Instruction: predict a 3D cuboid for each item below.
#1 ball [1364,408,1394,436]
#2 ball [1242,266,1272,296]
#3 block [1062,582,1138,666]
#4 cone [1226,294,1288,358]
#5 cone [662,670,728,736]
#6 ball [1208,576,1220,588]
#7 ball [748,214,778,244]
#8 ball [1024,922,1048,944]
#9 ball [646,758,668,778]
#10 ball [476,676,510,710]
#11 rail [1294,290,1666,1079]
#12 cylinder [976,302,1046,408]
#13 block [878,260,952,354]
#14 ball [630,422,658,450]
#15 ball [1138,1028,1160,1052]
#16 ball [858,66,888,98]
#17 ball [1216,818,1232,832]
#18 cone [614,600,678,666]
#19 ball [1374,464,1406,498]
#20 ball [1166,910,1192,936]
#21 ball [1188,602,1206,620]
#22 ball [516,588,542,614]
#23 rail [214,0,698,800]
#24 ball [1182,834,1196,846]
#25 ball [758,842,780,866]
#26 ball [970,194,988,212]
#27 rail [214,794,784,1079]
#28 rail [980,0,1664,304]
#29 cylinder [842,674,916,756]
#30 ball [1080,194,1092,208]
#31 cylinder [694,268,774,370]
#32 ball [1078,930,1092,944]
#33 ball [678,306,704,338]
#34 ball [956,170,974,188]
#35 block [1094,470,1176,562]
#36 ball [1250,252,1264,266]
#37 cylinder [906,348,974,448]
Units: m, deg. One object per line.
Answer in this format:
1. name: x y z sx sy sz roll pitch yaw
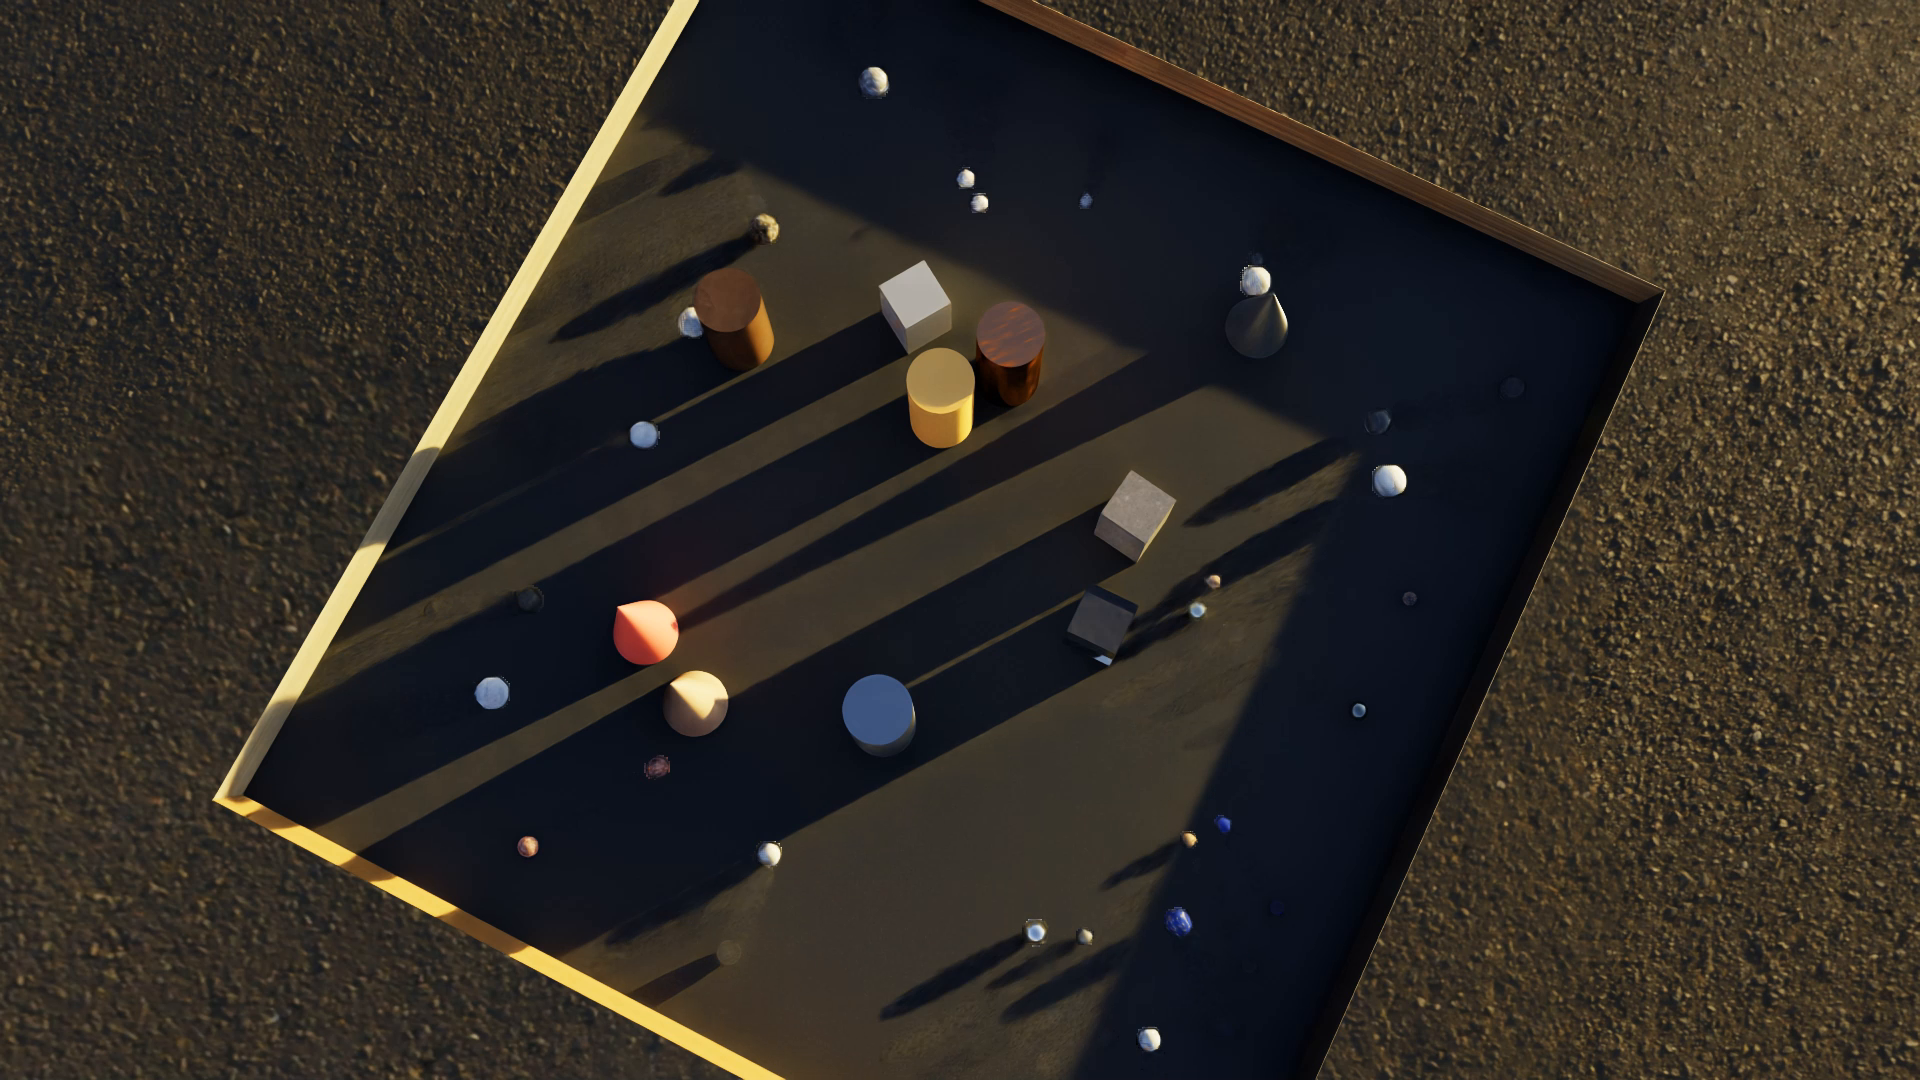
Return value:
1. ball: 1.291 -0.362 5.648 0.086 0.086 0.086 0 78 0
2. ball: 0.924 -0.806 5.714 0.092 0.092 0.092 0 78 0
3. block: 0.415 0.251 5.440 0.159 0.245 0.159 25 79 5
4. cone: 0.932 -0.699 5.595 0.199 0.325 0.199 0 78 0
5. cone: -0.797 0.444 5.280 0.199 0.479 0.199 0 78 0
6. ball: 0.772 0.128 5.569 0.042 0.042 0.042 0 78 0
7. ball: -0.619 -0.979 5.771 0.094 0.094 0.094 0 78 0
8. ball: 0.221 1.146 5.345 0.067 0.067 0.067 0 78 0
9. ball: -0.898 0.677 5.444 0.063 0.063 0.063 0 78 0
10. ball: -1.397 0.457 5.472 0.099 0.099 0.099 0 78 0
11. rail: 1.407 0.696 5.406 0.045 0.129 3.339 26 80 5
12. cylinder: 0.147 -0.552 5.512 0.199 0.428 0.199 0 78 0
13. block: -0.135 -0.713 5.635 0.159 0.252 0.159 -31 80 -6
14. ball: -0.974 -0.322 5.639 0.086 0.086 0.086 0 78 0
15. ball: 0.547 1.442 5.285 0.064 0.064 0.064 0 78 0
16. ball: -0.276 -1.466 5.871 0.096 0.096 0.096 0 78 0
17. ball: 0.781 0.843 5.420 0.043 0.043 0.043 0 78 0
18. cone: -0.953 0.233 5.329 0.199 0.469 0.199 0 78 0
19. ball: 1.315 -0.181 5.603 0.099 0.099 0.099 0 78 0
20. ball: 0.638 1.118 5.347 0.075 0.075 0.075 0 78 0
21. ball: 0.717 0.215 5.542 0.058 0.058 0.058 0 78 0
22. ball: -1.303 0.183 5.539 0.078 0.078 0.078 0 78 0
23. rail: -1.407 -0.682 5.691 0.045 0.129 3.339 26 80 5
24. ball: 0.676 0.886 5.413 0.040 0.040 0.040 0 78 0
25. ball: -0.562 0.926 5.390 0.069 0.069 0.069 0 78 0
26. ball: 0.063 -1.067 5.809 0.056 0.056 0.056 0 78 0
27. rail: -0.736 1.448 5.250 3.193 0.129 0.045 26 80 5
28. rail: 0.736 -1.435 5.847 3.193 0.129 0.045 26 80 5
29. cylinder: -0.230 0.513 5.316 0.199 0.381 0.199 0 78 0
30. ball: 0.402 -1.077 5.819 0.041 0.041 0.041 0 78 0
31. cylinder: -0.683 -0.665 5.559 0.199 0.382 0.199 0 78 0
32. ball: 0.366 1.160 5.356 0.040 0.040 0.040 0 78 0
33. ball: -0.827 -0.677 5.688 0.094 0.094 0.094 0 78 0
34. ball: 0.019 -1.147 5.825 0.057 0.057 0.057 0 78 0
35. block: 0.520 -0.068 5.482 0.159 0.291 0.159 35 80 7
36. ball: 0.935 -0.883 5.776 0.046 0.046 0.046 0 78 0
37. cylinder: -0.056 -0.422 5.501 0.199 0.397 0.199 0 78 0
